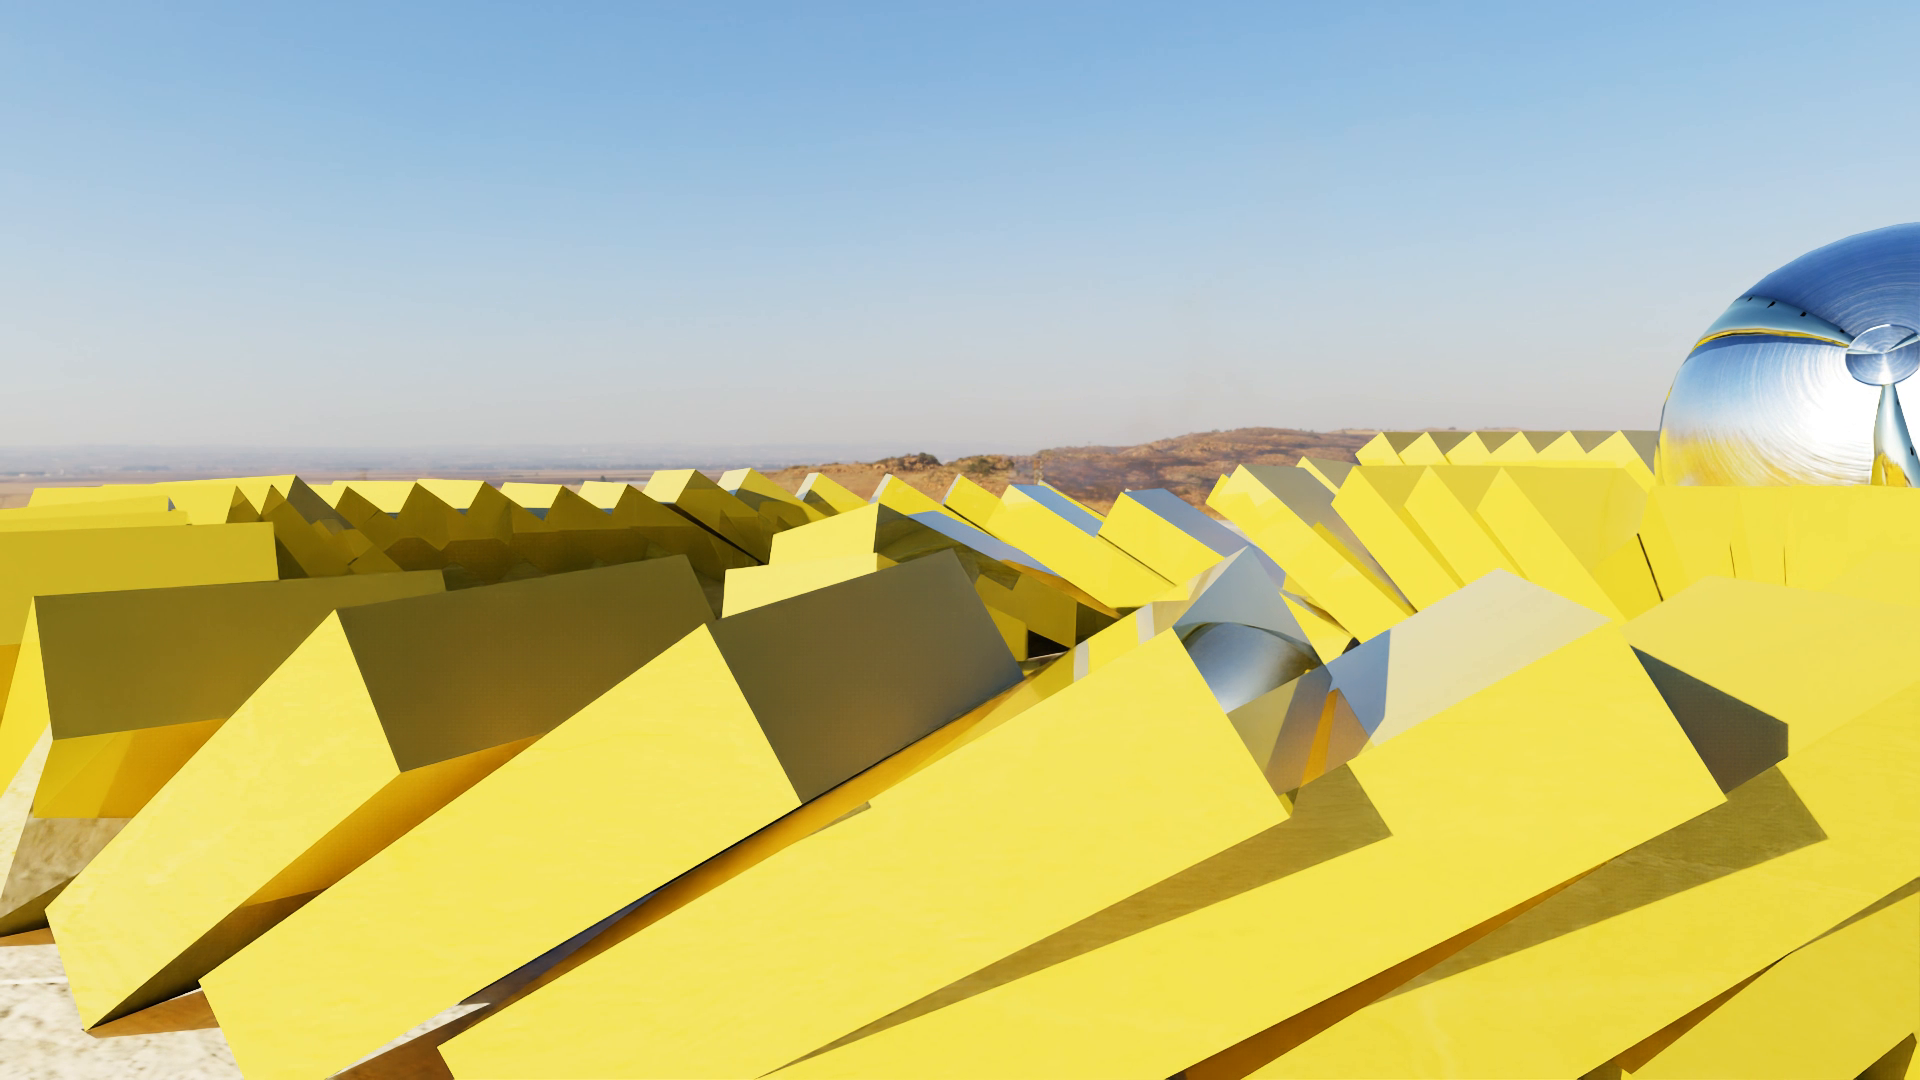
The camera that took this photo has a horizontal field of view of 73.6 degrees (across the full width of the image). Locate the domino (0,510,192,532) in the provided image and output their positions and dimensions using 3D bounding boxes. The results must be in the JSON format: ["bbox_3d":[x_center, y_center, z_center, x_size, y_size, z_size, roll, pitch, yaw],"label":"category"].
[{"bbox_3d":[-0.088,0.015,0.130,0.025,0.010,0.050,-4,-28,-23],"label":"domino"}]

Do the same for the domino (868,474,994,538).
[{"bbox_3d":[0.000,-0.001,0.347,0.050,0.009,0.025,31,0,-8],"label":"domino"}]

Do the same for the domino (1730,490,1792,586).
[{"bbox_3d":[0.114,0.013,0.161,0.025,0.010,0.050,2,39,23],"label":"domino"}]

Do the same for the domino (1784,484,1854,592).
[{"bbox_3d":[0.109,0.013,0.144,0.025,0.009,0.050,4,41,28],"label":"domino"}]

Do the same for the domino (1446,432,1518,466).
[{"bbox_3d":[0.144,-0.004,0.317,0.025,0.050,0.010,-4,-32,-39],"label":"domino"}]

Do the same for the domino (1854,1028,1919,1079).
[{"bbox_3d":[0.075,0.018,0.095,0.050,0.010,0.025,-33,15,-14],"label":"domino"}]

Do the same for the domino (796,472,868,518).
[{"bbox_3d":[-0.020,-0.001,0.341,0.050,0.009,0.025,32,-5,-12],"label":"domino"}]

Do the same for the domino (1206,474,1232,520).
[{"bbox_3d":[0.095,-0.001,0.352,0.050,0.009,0.025,39,25,28],"label":"domino"}]

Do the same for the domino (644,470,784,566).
[{"bbox_3d":[-0.053,0.000,0.319,0.050,0.010,0.025,37,-19,-30],"label":"domino"}]

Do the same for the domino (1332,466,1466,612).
[{"bbox_3d":[0.092,0.006,0.230,0.025,0.010,0.050,-2,43,-26],"label":"domino"}]

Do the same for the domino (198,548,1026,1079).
[{"bbox_3d":[-0.022,0.019,0.082,0.050,0.009,0.025,-33,-8,27],"label":"domino"}]

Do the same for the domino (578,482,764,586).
[{"bbox_3d":[-0.066,0.003,0.308,0.050,0.010,0.025,34,-17,-34],"label":"domino"}]

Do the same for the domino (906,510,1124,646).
[{"bbox_3d":[0.012,0.009,0.254,0.050,0.009,0.025,25,10,13],"label":"domino"}]

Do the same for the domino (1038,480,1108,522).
[{"bbox_3d":[0.042,0.000,0.352,0.050,0.009,0.025,29,5,0],"label":"domino"}]

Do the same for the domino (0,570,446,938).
[{"bbox_3d":[-0.061,0.018,0.103,0.025,0.010,0.050,-4,-24,-43],"label":"domino"}]

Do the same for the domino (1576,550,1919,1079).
[{"bbox_3d":[0.057,0.019,0.087,0.050,0.009,0.025,-32,12,-9],"label":"domino"}]

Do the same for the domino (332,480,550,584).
[{"bbox_3d":[-0.100,0.005,0.257,0.025,0.010,0.050,2,-29,32],"label":"domino"}]

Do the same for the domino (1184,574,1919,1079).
[{"bbox_3d":[0.036,0.020,0.080,0.050,0.010,0.025,-30,6,-1],"label":"domino"}]

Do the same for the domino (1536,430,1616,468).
[{"bbox_3d":[0.158,-0.003,0.297,0.025,0.050,0.010,-4,-32,-39],"label":"domino"}]

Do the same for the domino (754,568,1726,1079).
[{"bbox_3d":[0.014,0.020,0.075,0.050,0.009,0.025,-32,-3,12],"label":"domino"}]

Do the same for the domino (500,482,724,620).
[{"bbox_3d":[-0.079,0.004,0.292,0.025,0.010,0.050,4,-25,44],"label":"domino"}]

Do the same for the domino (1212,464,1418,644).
[{"bbox_3d":[0.074,0.005,0.242,0.025,0.010,0.050,-2,41,-47],"label":"domino"}]

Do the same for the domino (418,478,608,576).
[{"bbox_3d":[-0.091,0.004,0.274,0.025,0.010,0.050,3,-28,39],"label":"domino"}]

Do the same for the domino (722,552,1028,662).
[{"bbox_3d":[-0.011,0.014,0.198,0.025,0.010,0.050,-7,-17,26],"label":"domino"}]

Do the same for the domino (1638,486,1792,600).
[{"bbox_3d":[0.116,0.011,0.180,0.025,0.010,0.050,1,39,12],"label":"domino"}]

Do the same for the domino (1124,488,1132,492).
[{"bbox_3d":[0.067,0.001,0.349,0.050,0.010,0.025,25,5,1],"label":"domino"}]

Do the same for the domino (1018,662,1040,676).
[{"bbox_3d":[-0.002,0.025,0.171,0.025,0.010,0.050,0,4,4],"label":"domino"}]

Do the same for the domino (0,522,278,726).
[{"bbox_3d":[-0.077,0.016,0.116,0.025,0.009,0.050,-3,-29,-32],"label":"domino"}]

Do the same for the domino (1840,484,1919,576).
[{"bbox_3d":[0.102,0.014,0.129,0.025,0.009,0.050,7,43,35],"label":"domino"}]

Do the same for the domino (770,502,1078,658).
[{"bbox_3d":[-0.005,0.009,0.220,0.025,0.009,0.050,-15,-30,40],"label":"domino"}]

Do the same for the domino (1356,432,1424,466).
[{"bbox_3d":[0.126,-0.005,0.334,0.025,0.050,0.010,-4,-31,-41],"label":"domino"}]

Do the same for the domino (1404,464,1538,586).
[{"bbox_3d":[0.100,0.007,0.216,0.025,0.009,0.050,-1,43,-21],"label":"domino"}]

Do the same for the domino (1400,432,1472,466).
[{"bbox_3d":[0.135,-0.005,0.325,0.025,0.050,0.009,-4,-31,-41],"label":"domino"}]

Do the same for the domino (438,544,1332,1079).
[{"bbox_3d":[-0.004,0.019,0.076,0.050,0.009,0.025,-33,-4,21],"label":"domino"}]

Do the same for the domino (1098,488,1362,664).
[{"bbox_3d":[0.054,0.007,0.248,0.050,0.009,0.025,35,19,21],"label":"domino"}]

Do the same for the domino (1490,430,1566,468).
[{"bbox_3d":[0.151,-0.003,0.307,0.025,0.050,0.010,-4,-32,-39],"label":"domino"}]

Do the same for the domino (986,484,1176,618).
[{"bbox_3d":[0.031,0.006,0.252,0.050,0.009,0.025,33,12,15],"label":"domino"}]

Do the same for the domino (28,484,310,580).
[{"bbox_3d":[-0.107,0.010,0.184,0.025,0.010,0.050,-1,-31,-3],"label":"domino"}]

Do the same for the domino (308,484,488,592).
[{"bbox_3d":[-0.107,0.007,0.240,0.025,0.010,0.050,2,-29,26],"label":"domino"}]

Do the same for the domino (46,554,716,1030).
[{"bbox_3d":[-0.041,0.018,0.091,0.050,0.010,0.025,-34,-13,33],"label":"domino"}]

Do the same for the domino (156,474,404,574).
[{"bbox_3d":[-0.110,0.007,0.218,0.025,0.009,0.050,-2,-31,11],"label":"domino"}]

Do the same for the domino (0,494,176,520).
[{"bbox_3d":[-0.096,0.013,0.145,0.025,0.009,0.050,-7,-27,-19],"label":"domino"}]

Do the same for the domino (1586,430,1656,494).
[{"bbox_3d":[0.164,-0.002,0.287,0.025,0.050,0.009,-4,-32,-39],"label":"domino"}]

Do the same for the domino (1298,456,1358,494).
[{"bbox_3d":[0.114,-0.003,0.348,0.025,0.009,0.050,3,37,-39],"label":"domino"}]

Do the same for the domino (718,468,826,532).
[{"bbox_3d":[-0.039,-0.001,0.331,0.050,0.009,0.025,34,-13,-21],"label":"domino"}]

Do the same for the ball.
[{"bbox_3d":[0.165,-0.014,0.220,0.080,0.080,0.080,0,4,0],"label":"ball"}]

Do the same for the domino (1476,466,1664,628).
[{"bbox_3d":[0.106,0.008,0.201,0.025,0.009,0.050,0,42,-17],"label":"domino"}]

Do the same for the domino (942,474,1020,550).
[{"bbox_3d":[0.019,-0.001,0.350,0.050,0.009,0.025,31,3,-4],"label":"domino"}]

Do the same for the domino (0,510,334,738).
[{"bbox_3d":[-0.104,0.013,0.167,0.025,0.009,0.050,0,-28,-5],"label":"domino"}]

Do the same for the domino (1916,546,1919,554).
[{"bbox_3d":[0.093,0.016,0.112,0.050,0.010,0.025,-41,32,-27],"label":"domino"}]

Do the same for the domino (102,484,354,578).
[{"bbox_3d":[-0.109,0.009,0.202,0.025,0.010,0.050,0,-31,4],"label":"domino"}]
